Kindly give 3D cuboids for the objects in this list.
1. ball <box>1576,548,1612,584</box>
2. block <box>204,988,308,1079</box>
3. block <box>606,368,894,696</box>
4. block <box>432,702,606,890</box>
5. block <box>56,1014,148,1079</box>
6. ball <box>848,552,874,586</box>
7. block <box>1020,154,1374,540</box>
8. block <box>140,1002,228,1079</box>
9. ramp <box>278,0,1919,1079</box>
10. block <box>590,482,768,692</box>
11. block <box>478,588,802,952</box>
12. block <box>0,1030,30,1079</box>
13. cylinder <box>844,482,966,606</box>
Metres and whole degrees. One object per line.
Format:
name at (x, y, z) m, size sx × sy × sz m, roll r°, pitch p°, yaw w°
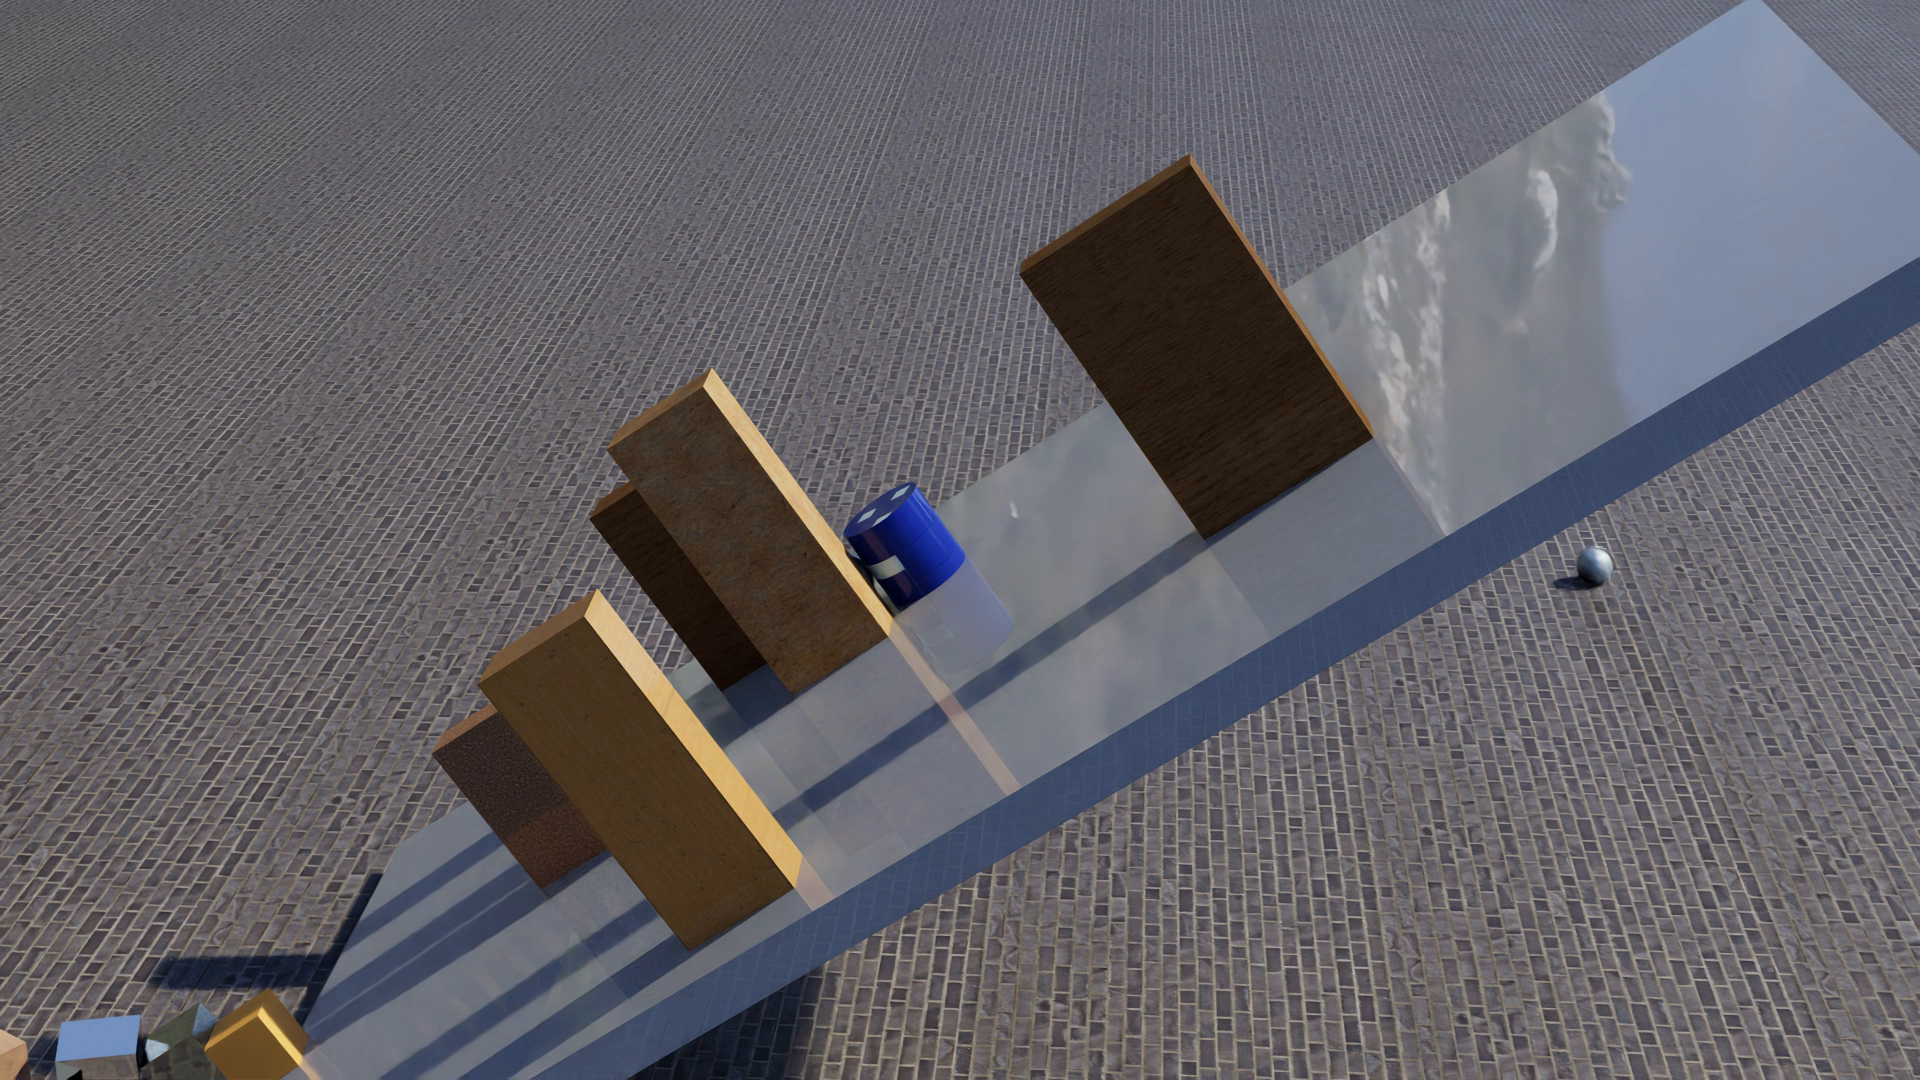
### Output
ball at (2.082, 0.085, 9.647) m, size 0.117 × 0.117 × 0.117 m, roll 0°, pitch 21°, yaw 0°
block at (-1.594, 1.142, 6.669) m, size 0.150 × 0.150 × 0.150 m, roll -33°, pitch 15°, yaw 6°
block at (-0.467, -0.015, 6.627) m, size 0.267 × 0.708 × 0.137 m, roll -32°, pitch 16°, yaw 15°
block at (-0.933, 0.536, 6.576) m, size 0.294 × 0.401 × 0.106 m, roll -32°, pitch 16°, yaw 15°
block at (-1.942, 1.203, 6.658) m, size 0.174 × 0.174 × 0.174 m, roll -4°, pitch 21°, yaw -11°
ball at (-0.279, 0.106, 6.821) m, size 0.163 × 0.163 × 0.163 m, roll 0°, pitch 21°, yaw 0°
block at (0.466, -0.374, 5.774) m, size 0.394 × 0.658 × 0.093 m, roll -32°, pitch 16°, yaw 15°
block at (-1.748, 1.176, 6.685) m, size 0.147 × 0.147 × 0.147 m, roll -34°, pitch 21°, yaw 6°
ramp at (0.137, 0.173, 6.302) m, size 4.000 × 0.100 × 2.000 m, roll -32°, pitch 16°, yaw 15°
block at (-0.602, 0.062, 7.030) m, size 0.288 × 0.530 × 0.127 m, roll -32°, pitch 16°, yaw 15°
block at (-0.606, 0.443, 5.628) m, size 0.254 × 0.671 × 0.137 m, roll -32°, pitch 16°, yaw 15°
block at (-2.217, 1.209, 6.698) m, size 0.134 × 0.134 × 0.134 m, roll 15°, pitch 26°, yaw 35°
cylinder at (-0.128, 0.010, 6.781) m, size 0.204 × 0.204 × 0.204 m, roll -33°, pitch 15°, yaw 10°
